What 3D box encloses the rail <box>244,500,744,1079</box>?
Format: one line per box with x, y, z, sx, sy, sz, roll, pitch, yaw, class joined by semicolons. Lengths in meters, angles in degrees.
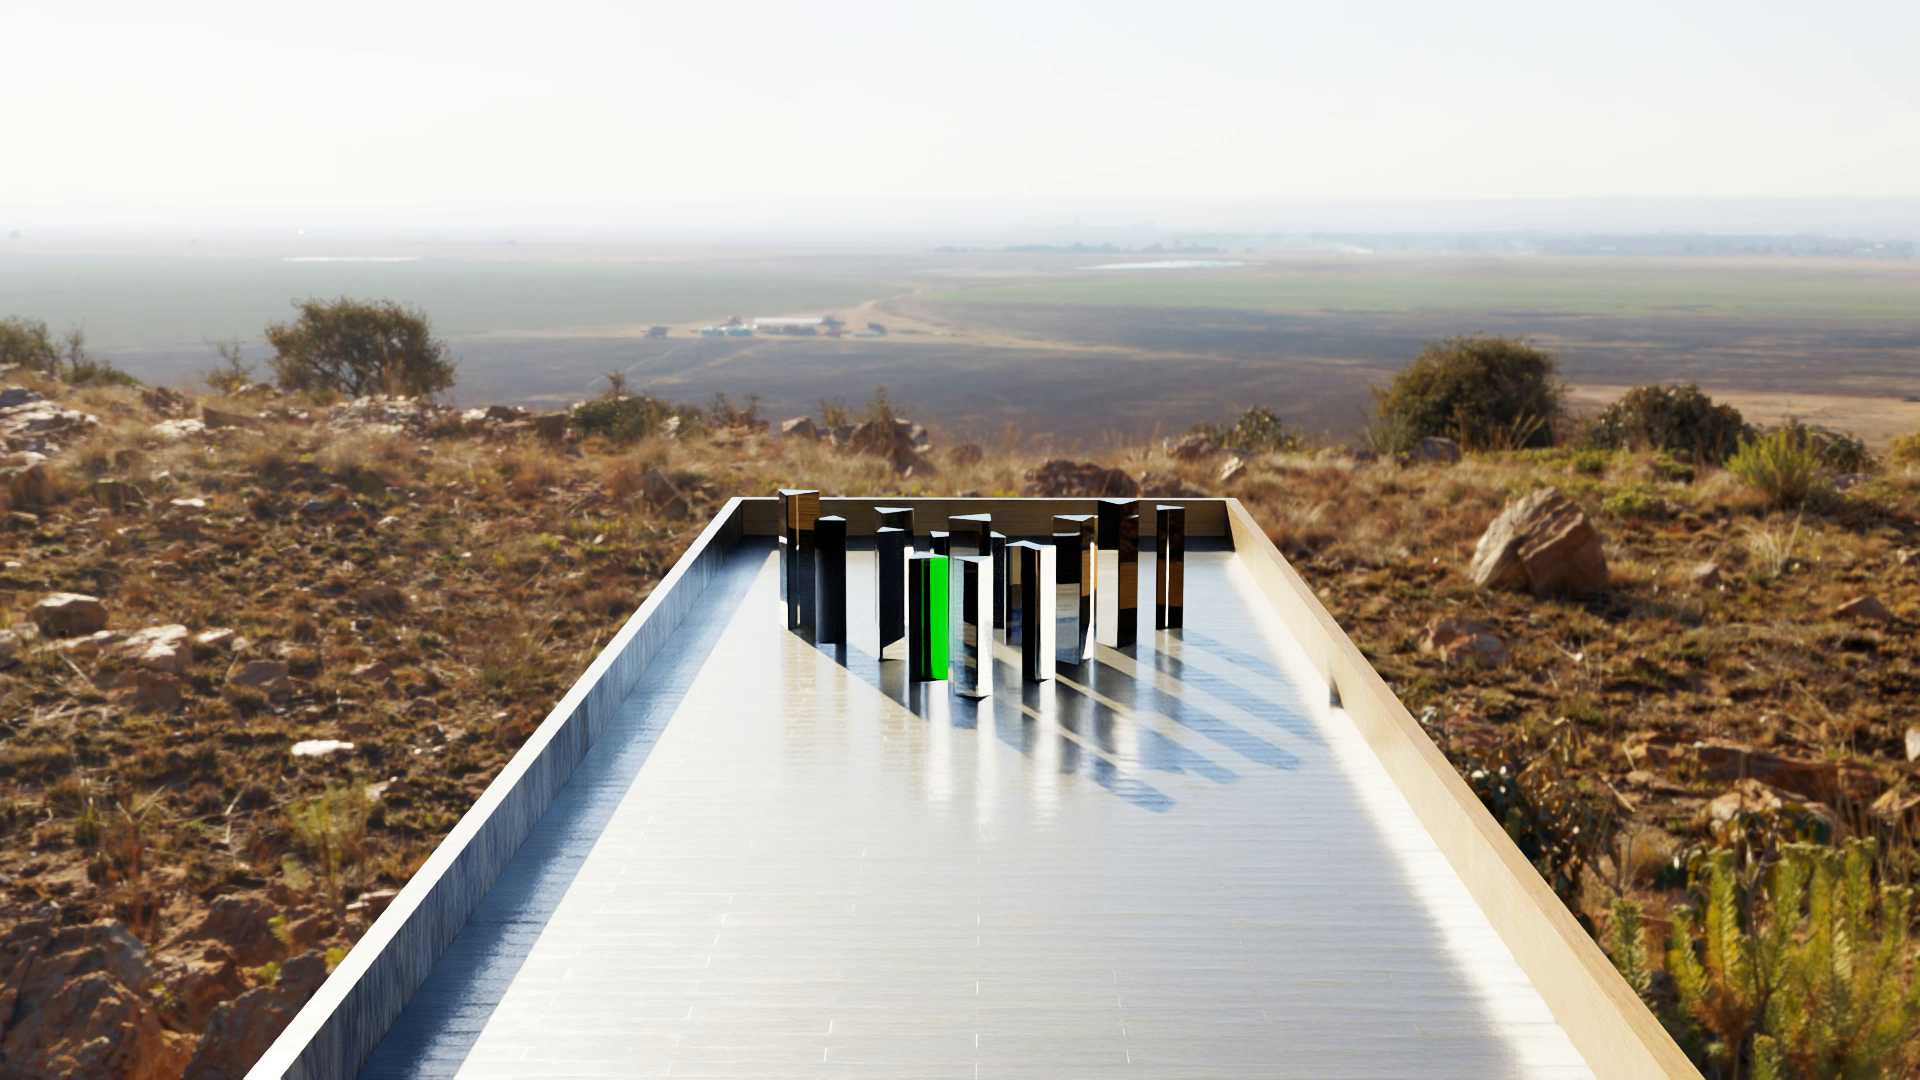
-1.004;0.839;3.234;0.050;0.150;12.000;0;9;1;rail

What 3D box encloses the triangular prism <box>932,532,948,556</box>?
-0.063;0.149;6.977;0.115;0.343;0.100;-6;11;-35;triangular prism

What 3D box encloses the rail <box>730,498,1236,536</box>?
0.099;-0.098;9.147;2.100;0.150;0.050;0;9;1;rail

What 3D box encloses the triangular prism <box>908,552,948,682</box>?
-0.105;0.224;6.431;0.118;0.366;0.102;-2;9;-15;triangular prism

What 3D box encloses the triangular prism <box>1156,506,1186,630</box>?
0.666;0.088;7.191;0.102;0.396;0.088;-4;10;-25;triangular prism

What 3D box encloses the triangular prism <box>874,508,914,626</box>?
-0.240;0.089;7.226;0.132;0.383;0.114;-9;13;-44;triangular prism

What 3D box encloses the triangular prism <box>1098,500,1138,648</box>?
0.481;0.102;6.911;0.108;0.456;0.125;6;11;32;triangular prism

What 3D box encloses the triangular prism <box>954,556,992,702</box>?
0.054;0.246;6.191;0.097;0.396;0.112;-7;11;-36;triangular prism

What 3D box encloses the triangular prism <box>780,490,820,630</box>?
-0.551;0.060;7.216;0.138;0.444;0.120;-9;13;-44;triangular prism

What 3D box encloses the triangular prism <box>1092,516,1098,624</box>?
0.380;0.102;7.224;0.101;0.358;0.117;7;11;37;triangular prism

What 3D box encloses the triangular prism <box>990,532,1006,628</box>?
0.099;0.131;7.215;0.121;0.304;0.105;2;9;11;triangular prism

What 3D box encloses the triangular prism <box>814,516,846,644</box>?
-0.403;0.125;6.956;0.099;0.396;0.086;1;9;5;triangular prism

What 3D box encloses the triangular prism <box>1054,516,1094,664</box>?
0.364;0.147;6.675;0.108;0.440;0.124;-7;12;-38;triangular prism

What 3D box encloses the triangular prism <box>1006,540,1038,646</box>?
0.200;0.167;6.943;0.111;0.318;0.096;0;9;3;triangular prism

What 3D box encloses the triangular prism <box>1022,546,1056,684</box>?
0.216;0.213;6.409;0.082;0.394;0.095;6;11;35;triangular prism

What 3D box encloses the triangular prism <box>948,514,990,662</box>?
0.057;0.147;6.669;0.143;0.442;0.124;5;10;29;triangular prism

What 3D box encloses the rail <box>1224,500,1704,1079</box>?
1.046;0.843;3.208;0.050;0.150;12.000;0;9;1;rail

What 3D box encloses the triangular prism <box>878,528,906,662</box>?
-0.221;0.164;6.694;0.087;0.400;0.075;-4;10;-22;triangular prism
